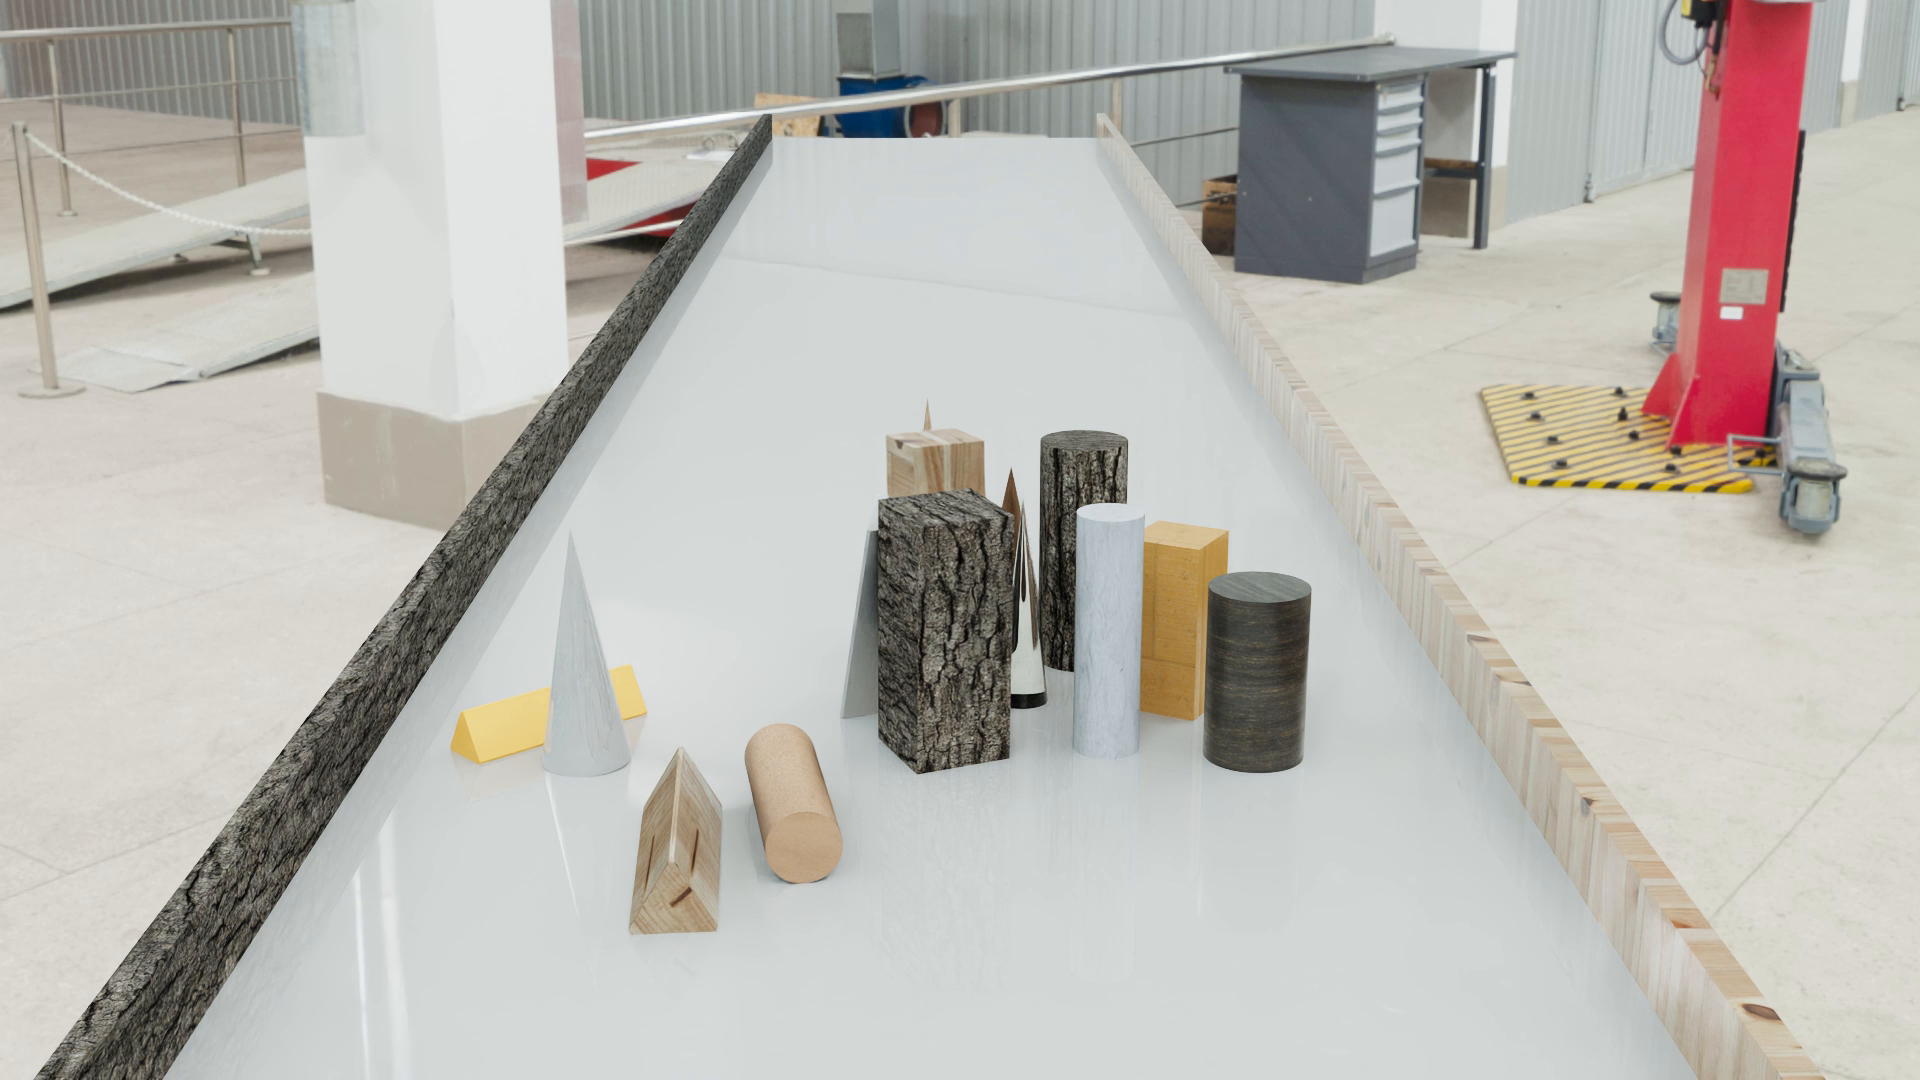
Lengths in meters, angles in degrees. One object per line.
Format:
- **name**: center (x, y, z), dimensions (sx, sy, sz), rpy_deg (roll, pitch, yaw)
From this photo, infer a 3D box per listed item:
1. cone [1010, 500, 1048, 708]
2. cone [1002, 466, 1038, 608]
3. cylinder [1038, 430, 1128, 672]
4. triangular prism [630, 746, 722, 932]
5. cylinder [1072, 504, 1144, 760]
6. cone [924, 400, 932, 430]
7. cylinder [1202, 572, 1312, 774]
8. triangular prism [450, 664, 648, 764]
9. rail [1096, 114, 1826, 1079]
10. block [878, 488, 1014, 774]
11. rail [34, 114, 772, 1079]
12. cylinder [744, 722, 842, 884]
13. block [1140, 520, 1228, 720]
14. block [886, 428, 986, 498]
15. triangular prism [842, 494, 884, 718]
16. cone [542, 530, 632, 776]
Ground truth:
- **cone**: center (0.118, 0.112, 4.145), dimensions (0.102, 0.402, 0.102), rpy_deg (0, 17, 0)
- **cone**: center (0.107, 0.005, 4.623), dimensions (0.147, 0.334, 0.147), rpy_deg (0, 17, 0)
- **cylinder**: center (0.243, 0.021, 4.364), dimensions (0.172, 0.451, 0.172), rpy_deg (0, 17, 0)
- **triangular prism**: center (-0.445, 0.462, 3.466), dimensions (0.128, 0.111, 0.457), rpy_deg (-1, 17, -5)
- **cylinder**: center (0.264, 0.163, 3.907), dimensions (0.119, 0.441, 0.119), rpy_deg (0, 17, 0)
- **cone**: center (-0.071, -0.111, 4.862), dimensions (0.109, 0.421, 0.109), rpy_deg (0, 17, 0)
- **cylinder**: center (0.525, 0.232, 3.893), dimensions (0.180, 0.315, 0.180), rpy_deg (0, 17, 0)
- **triangular prism**: center (-0.752, 0.309, 4.030), dimensions (0.361, 0.085, 0.098), rpy_deg (-15, 22, -41)
- **rail**: center (0.932, -0.844, 7.801), dimensions (0.050, 0.150, 12.000), rpy_deg (0, 17, -1)
- **block**: center (-0.028, 0.159, 3.890), dimensions (0.179, 0.453, 0.179), rpy_deg (-7, 20, -23)
- **rail**: center (-1.118, -0.838, 7.780), dimensions (0.050, 0.150, 12.000), rpy_deg (0, 17, -1)
- **cylinder**: center (-0.275, 0.424, 3.590), dimensions (0.121, 0.121, 0.380), rpy_deg (-3, 17, -10)
- **block**: center (0.406, 0.150, 4.140), dimensions (0.144, 0.333, 0.144), rpy_deg (9, 19, 27)
- **block**: center (-0.045, 0.018, 4.361), dimensions (0.148, 0.451, 0.148), rpy_deg (-7, 15, -22)
- **triangular prism**: center (-0.158, 0.120, 4.055), dimensions (0.126, 0.423, 0.109), rpy_deg (-8, 37, -25)
- **cone**: center (-0.666, 0.182, 3.837), dimensions (0.158, 0.436, 0.158), rpy_deg (0, 20, 0)
